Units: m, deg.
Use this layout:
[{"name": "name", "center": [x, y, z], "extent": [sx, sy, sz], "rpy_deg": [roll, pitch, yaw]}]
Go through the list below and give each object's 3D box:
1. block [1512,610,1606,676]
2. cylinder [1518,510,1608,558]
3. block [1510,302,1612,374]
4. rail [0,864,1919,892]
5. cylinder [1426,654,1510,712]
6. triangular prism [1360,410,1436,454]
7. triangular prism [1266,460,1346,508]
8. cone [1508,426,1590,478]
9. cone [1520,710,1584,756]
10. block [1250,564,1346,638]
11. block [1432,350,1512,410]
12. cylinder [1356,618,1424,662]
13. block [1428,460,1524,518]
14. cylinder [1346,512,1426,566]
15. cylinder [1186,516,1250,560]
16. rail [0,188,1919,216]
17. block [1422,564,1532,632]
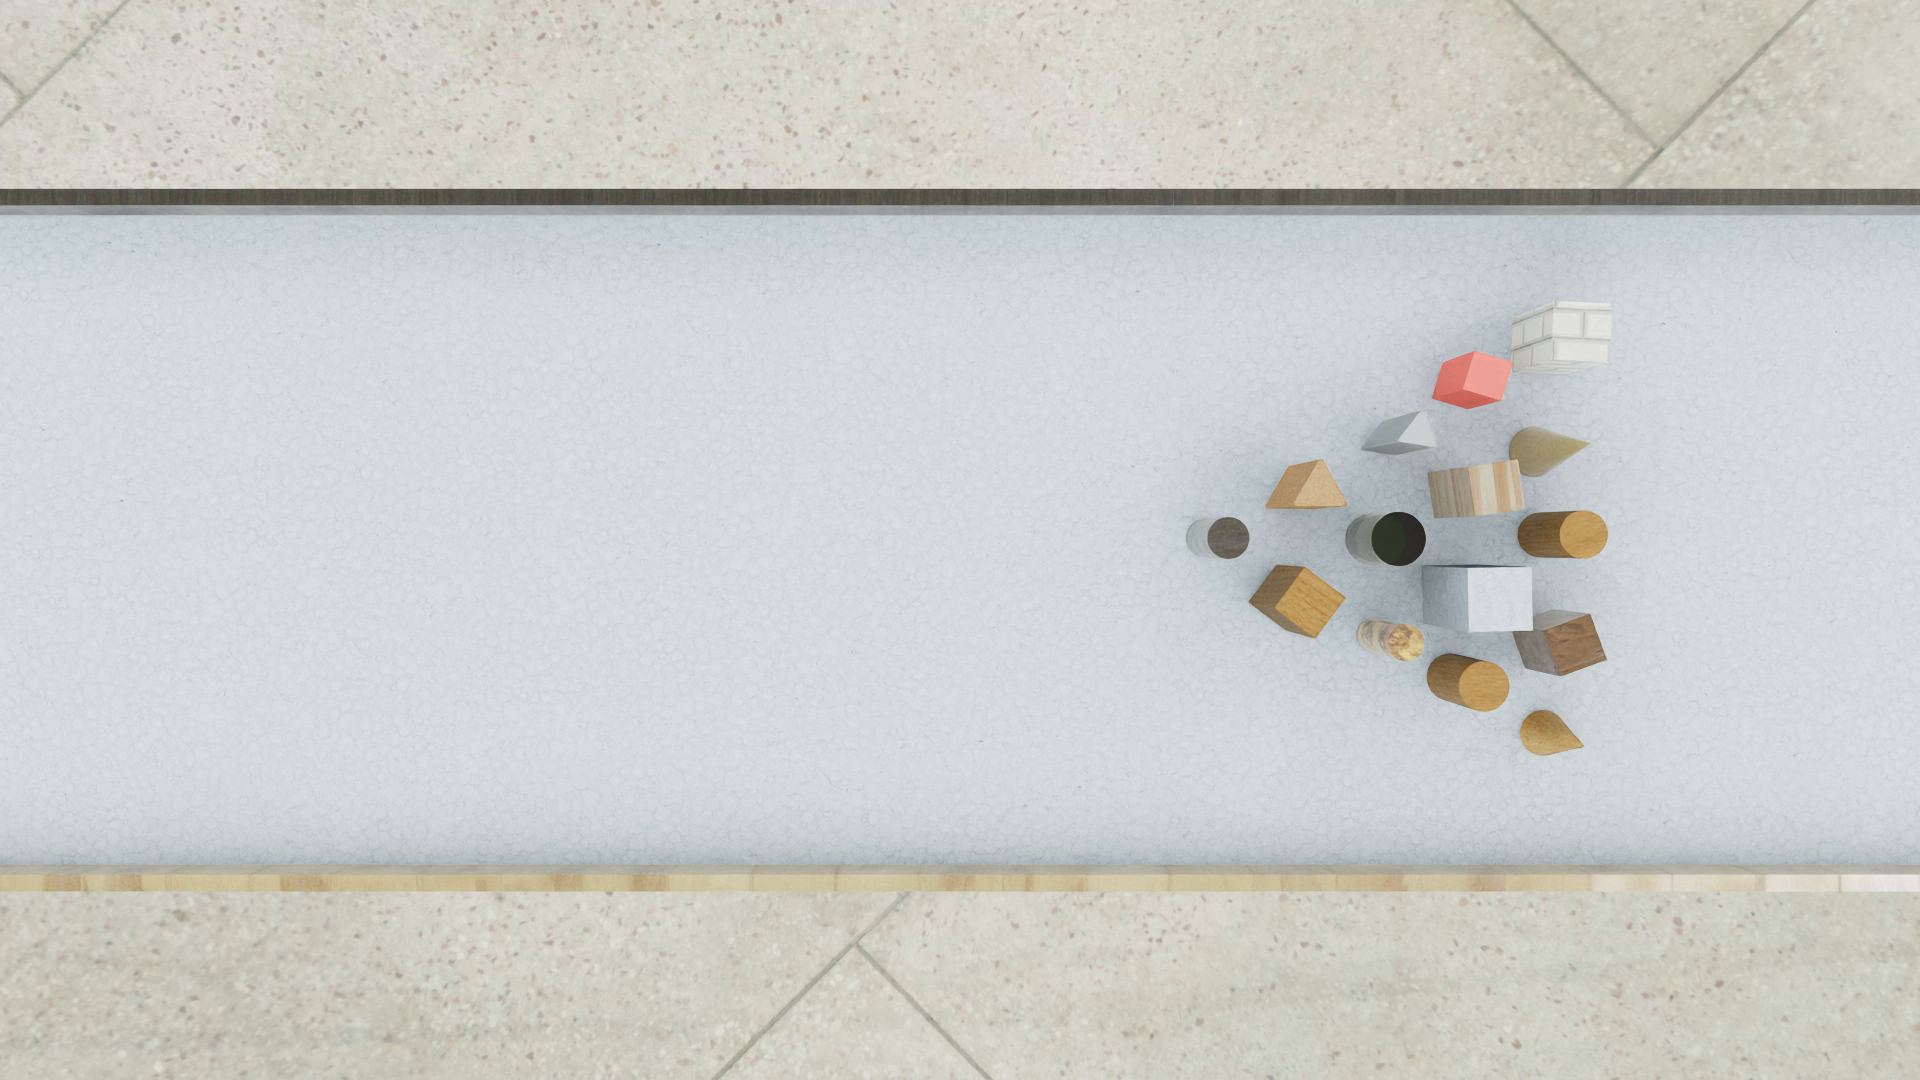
[{"name": "block", "center": [1.782, 0.304, 4.926], "extent": [0.143, 0.301, 0.143], "rpy_deg": [-20, 90, 0]}, {"name": "cylinder", "center": [1.785, -0.016, 4.898], "extent": [0.139, 0.357, 0.139], "rpy_deg": [0, 90, 0]}, {"name": "block", "center": [1.782, -0.597, 4.901], "extent": [0.168, 0.351, 0.168], "rpy_deg": [3, 90, 0]}, {"name": "rail", "center": [-2.247, 1.025, 5.001], "extent": [12.000, 0.150, 0.050], "rpy_deg": [0, 90, 0]}, {"name": "cylinder", "center": [1.509, 0.422, 4.913], "extent": [0.146, 0.327, 0.146], "rpy_deg": [0, 90, 0]}, {"name": "triangular prism", "center": [1.294, -0.318, 4.858], "extent": [0.110, 0.438, 0.095], "rpy_deg": [9, 90, 0]}, {"name": "triangular prism", "center": [1.015, -0.163, 4.857], "extent": [0.148, 0.438, 0.129], "rpy_deg": [1, 90, 0]}, {"name": "cone", "center": [1.767, -0.271, 4.847], "extent": [0.156, 0.459, 0.156], "rpy_deg": [0, 90, 0]}, {"name": "cone", "center": [1.794, 0.594, 4.906], "extent": [0.141, 0.341, 0.141], "rpy_deg": [0, 90, 0]}, {"name": "block", "center": [0.988, 0.177, 4.865], "extent": [0.145, 0.422, 0.145], "rpy_deg": [37, 90, 0]}, {"name": "block", "center": [1.524, -0.474, 4.918], "extent": [0.116, 0.316, 0.116], "rpy_deg": [17, 90, 0]}, {"name": "cylinder", "center": [1.272, 0.294, 4.889], "extent": [0.105, 0.374, 0.105], "rpy_deg": [0, 90, 0]}, {"name": "block", "center": [1.520, -0.148, 4.873], "extent": [0.142, 0.407, 0.142], "rpy_deg": [-9, 90, 0]}, {"name": "cylinder", "center": [1.265, -0.003, 4.915], "extent": [0.158, 0.322, 0.158], "rpy_deg": [0, 90, 0]}, {"name": "cylinder", "center": [0.754, -0.005, 4.856], "extent": [0.119, 0.441, 0.119], "rpy_deg": [0, 90, 0]}, {"name": "rail", "center": [-2.247, -1.025, 5.002], "extent": [12.000, 0.150, 0.050], "rpy_deg": [0, 90, 0]}, {"name": "block", "center": [1.513, 0.166, 4.847], "extent": [0.178, 0.458, 0.178], "rpy_deg": [-1, 90, 0]}]
